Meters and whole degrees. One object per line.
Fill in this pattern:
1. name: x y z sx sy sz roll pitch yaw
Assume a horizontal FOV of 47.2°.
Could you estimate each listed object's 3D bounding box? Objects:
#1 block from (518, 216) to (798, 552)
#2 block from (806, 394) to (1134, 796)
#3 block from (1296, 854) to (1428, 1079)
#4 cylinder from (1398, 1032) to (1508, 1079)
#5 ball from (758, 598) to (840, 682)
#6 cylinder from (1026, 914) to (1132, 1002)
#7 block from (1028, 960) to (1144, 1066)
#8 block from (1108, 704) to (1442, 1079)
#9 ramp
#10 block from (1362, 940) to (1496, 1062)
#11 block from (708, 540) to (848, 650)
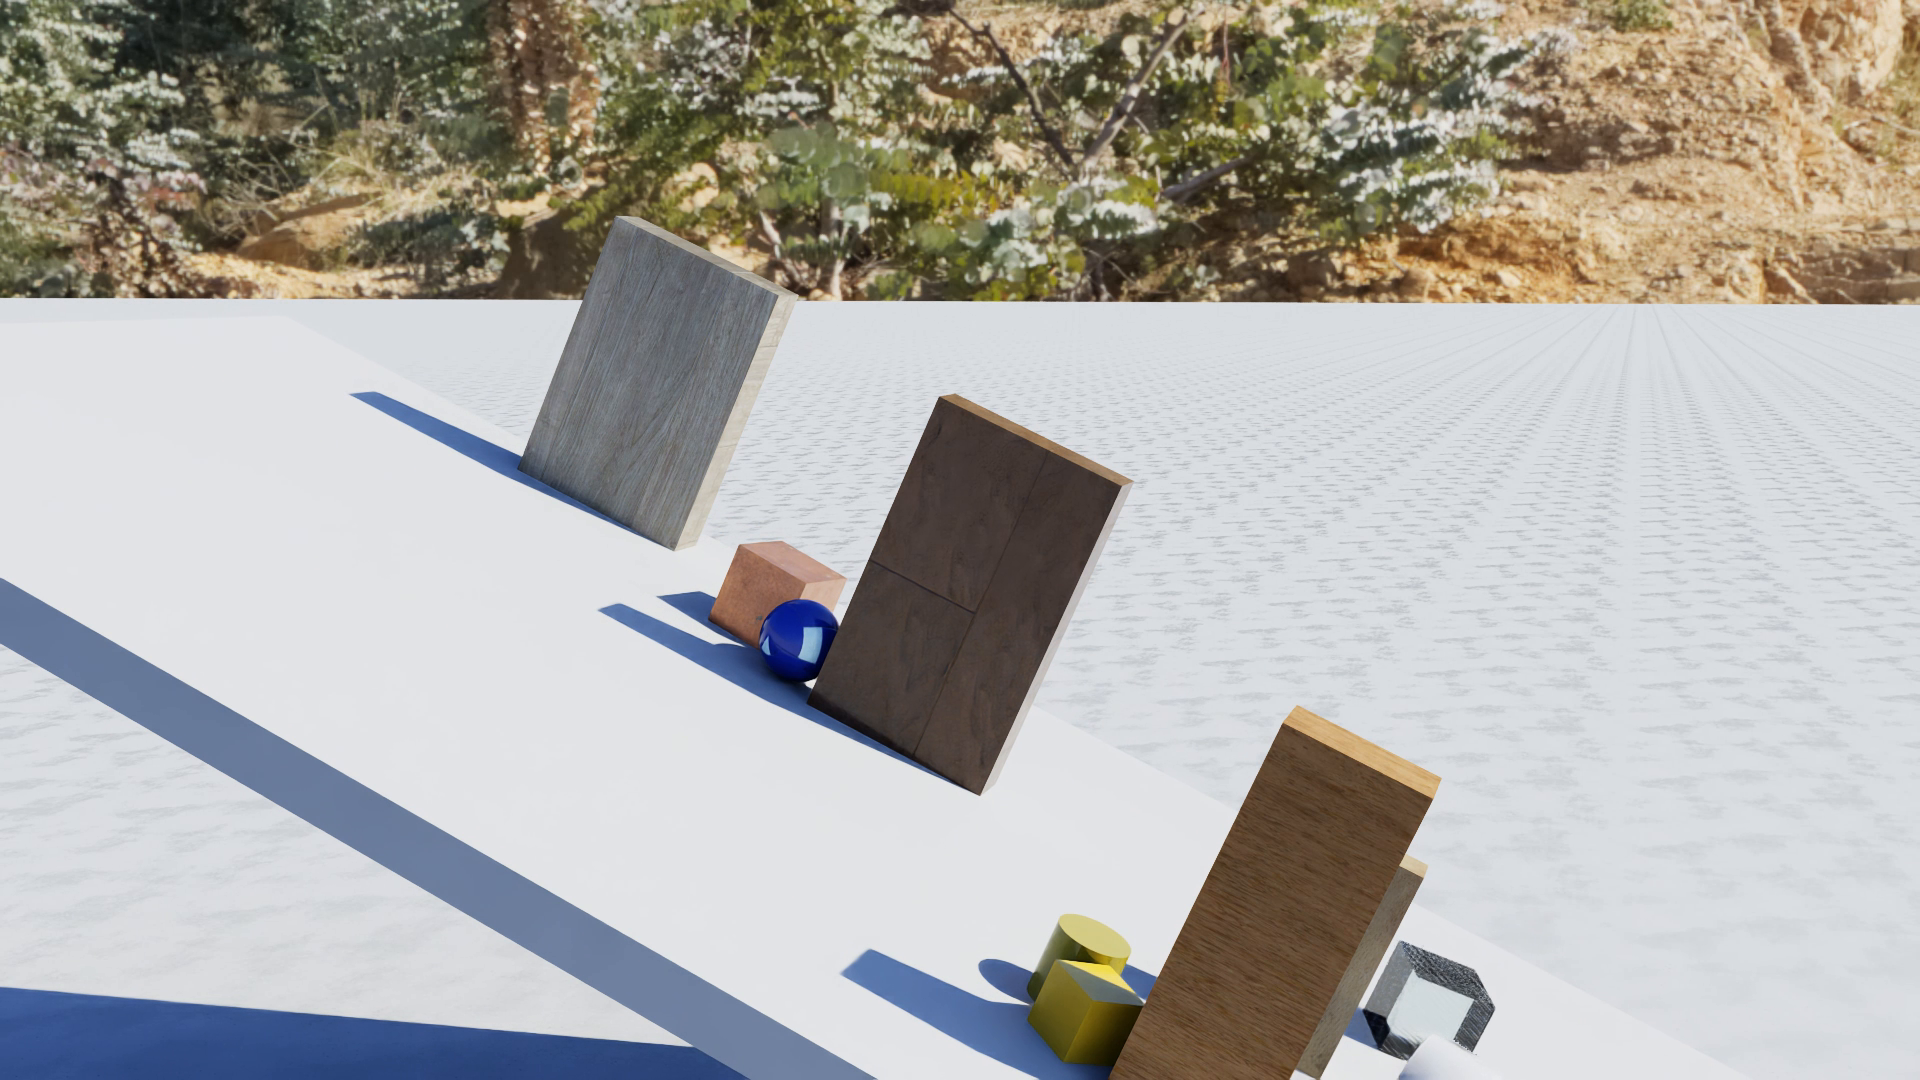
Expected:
1. block: -0.701 -0.361 5.074 0.435 0.641 0.122 27 14 13
2. block: 0.015 0.108 4.378 0.403 0.687 0.109 27 14 13
3. block: 0.597 0.683 3.761 0.243 0.404 0.084 27 14 13
4. cylinder: 0.817 0.940 3.631 0.179 0.179 0.179 31 21 26
5. ball: -0.327 0.207 4.529 0.173 0.173 0.173 0 7 0
6. cylinder: 0.194 0.701 3.594 0.130 0.130 0.130 23 13 -6
7. block: 0.200 0.746 3.465 0.114 0.114 0.114 14 16 -35
8. block: 0.469 0.600 3.328 0.240 0.648 0.141 27 14 13
9. ramp: -0.275 0.473 4.176 4.000 0.100 2.000 27 14 13
10. block: 0.861 0.864 4.046 0.158 0.158 0.158 22 13 -6
11. block: -0.390 0.126 4.716 0.181 0.181 0.181 29 14 21
